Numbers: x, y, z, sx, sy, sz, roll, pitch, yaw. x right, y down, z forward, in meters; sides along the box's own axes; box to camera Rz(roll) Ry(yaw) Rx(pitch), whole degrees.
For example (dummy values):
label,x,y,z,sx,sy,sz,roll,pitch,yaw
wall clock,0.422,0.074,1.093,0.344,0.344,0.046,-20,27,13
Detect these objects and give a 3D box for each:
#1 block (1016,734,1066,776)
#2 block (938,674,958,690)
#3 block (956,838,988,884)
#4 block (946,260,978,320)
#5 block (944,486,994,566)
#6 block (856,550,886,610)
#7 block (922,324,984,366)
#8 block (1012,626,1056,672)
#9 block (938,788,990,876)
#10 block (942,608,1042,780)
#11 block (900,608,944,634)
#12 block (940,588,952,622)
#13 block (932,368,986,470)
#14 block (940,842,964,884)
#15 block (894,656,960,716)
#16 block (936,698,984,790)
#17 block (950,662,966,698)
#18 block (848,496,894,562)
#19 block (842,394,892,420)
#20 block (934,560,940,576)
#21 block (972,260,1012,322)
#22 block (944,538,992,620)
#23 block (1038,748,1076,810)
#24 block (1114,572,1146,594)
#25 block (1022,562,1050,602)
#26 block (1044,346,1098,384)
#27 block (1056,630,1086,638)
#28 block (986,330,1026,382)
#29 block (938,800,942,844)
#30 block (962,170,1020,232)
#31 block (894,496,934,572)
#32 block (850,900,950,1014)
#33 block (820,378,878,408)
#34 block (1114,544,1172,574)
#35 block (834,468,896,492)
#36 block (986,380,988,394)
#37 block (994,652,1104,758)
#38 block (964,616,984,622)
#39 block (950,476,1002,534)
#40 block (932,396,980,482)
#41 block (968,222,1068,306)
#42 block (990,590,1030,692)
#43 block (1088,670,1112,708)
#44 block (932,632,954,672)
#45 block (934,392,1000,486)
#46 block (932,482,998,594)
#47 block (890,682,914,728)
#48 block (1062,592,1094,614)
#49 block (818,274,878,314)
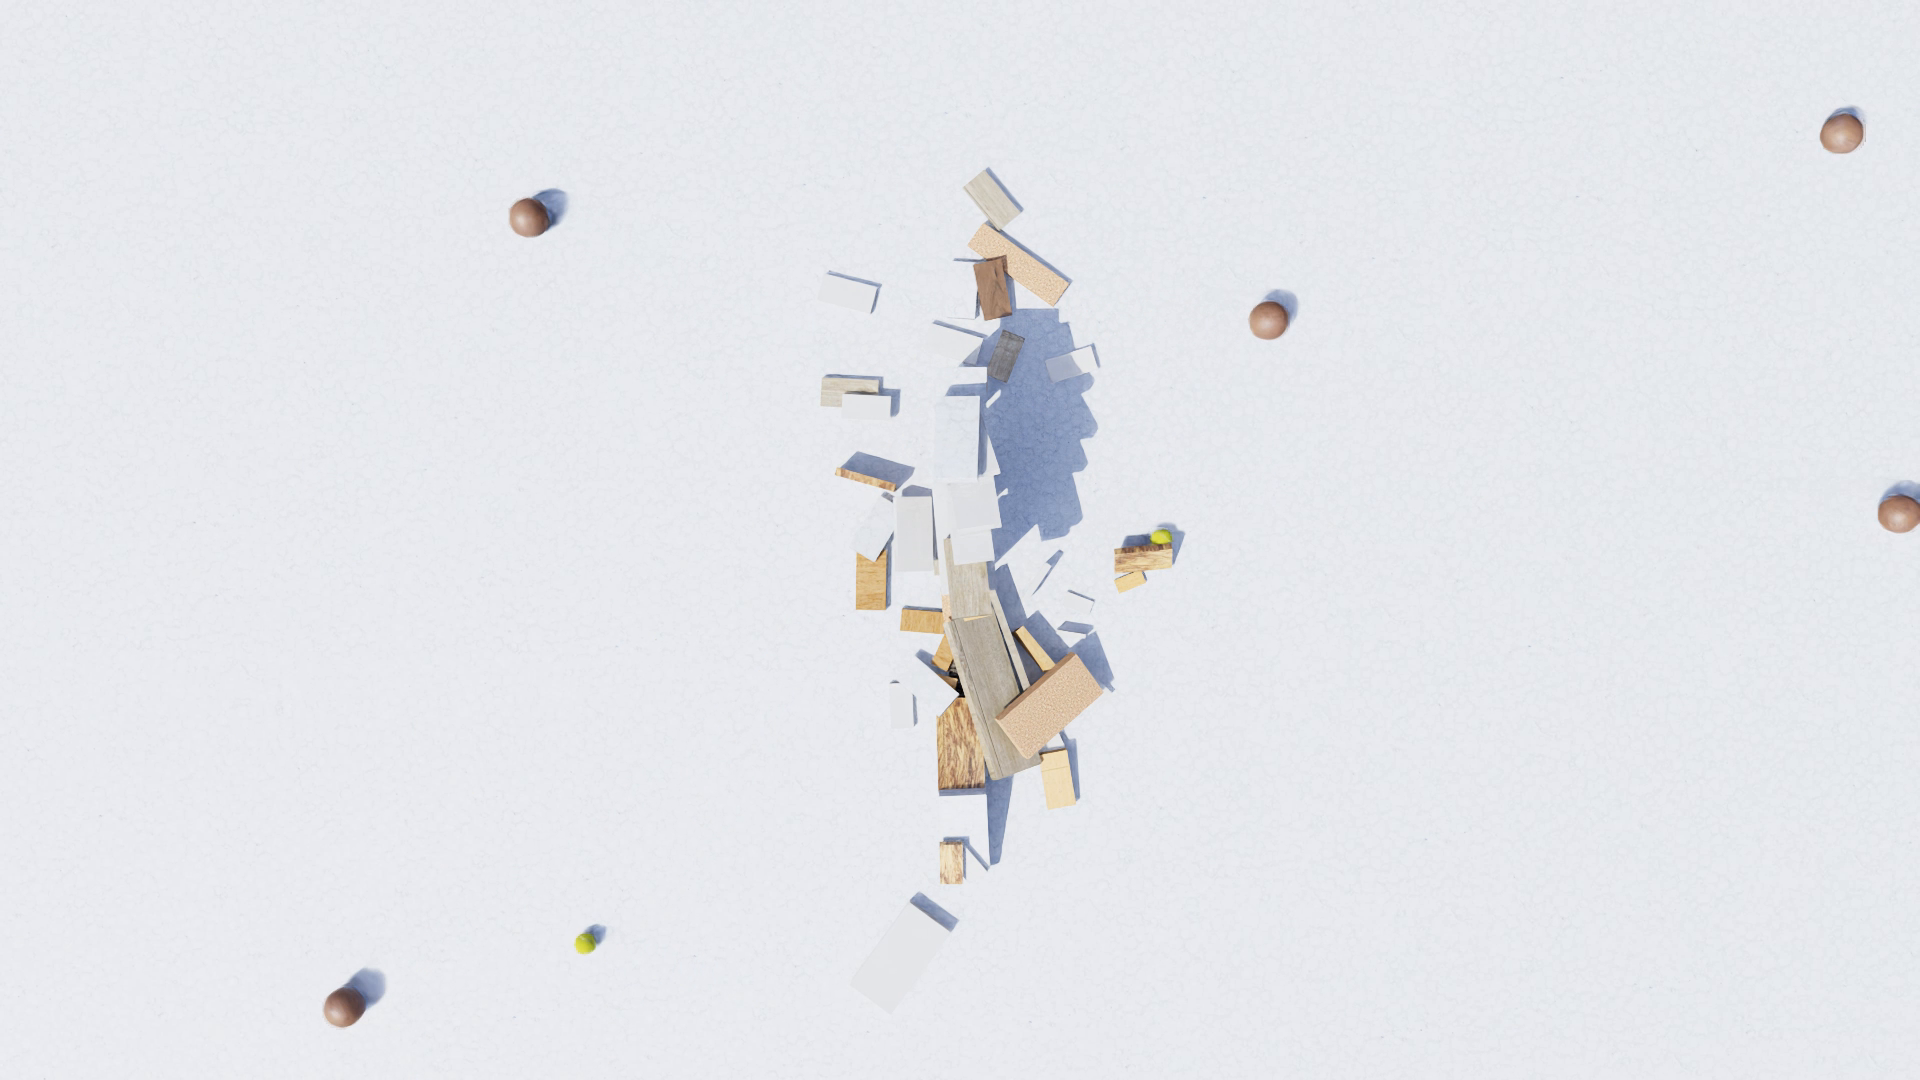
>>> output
label,x,y,z,sx,sy,sz,roll,pitch,yaw
block,0.251,0.701,5.487,0.190,0.027,0.095,-25,90,0
block,-0.074,0.477,5.479,0.125,0.018,0.063,13,90,11
block,0.017,1.055,5.417,0.075,0.021,0.150,-35,108,13
block,0.009,-0.830,5.487,0.093,0.026,0.186,4,90,0
block,0.029,-0.053,5.053,0.123,0.035,0.247,-7,74,0
block,-0.295,0.133,5.486,0.099,0.028,0.199,1,90,0
block,-0.023,-0.651,5.487,0.182,0.026,0.091,17,90,0
block,0.244,0.362,5.456,0.024,0.085,0.171,-40,90,-16
block,0.016,0.961,5.414,0.153,0.043,0.307,-3,112,1
block,0.106,0.505,5.424,0.168,0.048,0.538,-17,88,-22
block,-0.124,0.272,5.490,0.146,0.021,0.073,5,90,0
block,-0.026,0.214,5.434,0.065,0.018,0.131,-5,124,1
block,-0.001,-0.369,5.142,0.167,0.047,0.334,0,90,0
block,-0.028,1.057,5.395,0.075,0.021,0.150,-1,112,0
block,-0.109,0.483,5.453,0.199,0.028,0.099,40,84,13
block,0.001,0.677,5.440,0.153,0.043,0.307,-2,76,0
block,-0.006,0.462,5.491,0.063,0.018,0.125,4,90,0
block,-0.274,-0.036,5.468,0.099,0.028,0.199,31,79,0
block,-0.310,-0.439,5.462,0.159,0.023,0.080,3,90,0
block,0.005,0.083,5.327,0.173,0.346,0.049,-3,90,0
block,0.107,-0.828,5.467,0.094,0.027,0.189,-13,100,-5
block,0.023,0.113,5.056,0.123,0.035,0.247,-7,80,1
block,0.321,0.792,5.470,0.095,0.027,0.190,-10,99,-2
block,0.566,0.139,5.493,0.095,0.014,0.048,-22,90,0
block,0.252,0.141,5.464,0.021,0.073,0.146,34,90,0
block,0.370,-0.582,5.489,0.159,0.023,0.080,-17,90,0
block,0.368,0.311,5.476,0.095,0.048,0.014,9,90,0
block,0.150,-0.612,5.489,0.080,0.023,0.159,23,90,0
block,0.002,0.855,5.478,0.153,0.043,0.307,0,90,0
block,0.104,-1.128,5.487,0.093,0.026,0.186,-40,90,0
block,-0.155,-0.019,5.462,0.123,0.035,0.247,-1,90,-20
block,-0.198,1.384,5.476,0.168,0.048,0.337,36,90,0
block,-0.367,-0.487,5.487,0.189,0.027,0.095,3,90,0
block,0.605,0.061,5.456,0.190,0.095,0.027,-5,47,0
block,-0.311,-0.199,5.453,0.200,0.095,0.027,16,90,0
block,0.002,-0.483,5.333,0.167,0.334,0.047,3,90,0
block,0.293,0.541,5.396,0.337,0.048,0.168,-40,108,-13
block,0.037,0.158,5.093,0.085,0.024,0.171,-12,90,0
block,0.039,-0.159,5.043,0.134,0.038,0.268,-9,70,0
block,-0.009,-0.307,5.016,0.134,0.038,0.268,0,71,6
block,0.193,-0.915,5.487,0.350,0.026,0.091,35,90,0
block,0.163,0.329,5.457,0.024,0.086,0.417,-20,90,0
block,0.429,0.484,5.490,0.073,0.021,0.146,-45,90,0
block,-0.041,0.367,5.481,0.063,0.018,0.125,25,90,21
block,0.020,-0.309,5.055,0.134,0.038,0.268,-17,70,0
block,0.014,-0.010,5.129,0.173,0.049,0.346,-5,90,0
block,-0.195,0.551,5.489,0.075,0.021,0.150,-3,90,0
block,0.392,0.211,5.493,0.095,0.014,0.048,21,90,0
block,-0.375,-0.818,5.487,0.182,0.026,0.091,14,90,0
